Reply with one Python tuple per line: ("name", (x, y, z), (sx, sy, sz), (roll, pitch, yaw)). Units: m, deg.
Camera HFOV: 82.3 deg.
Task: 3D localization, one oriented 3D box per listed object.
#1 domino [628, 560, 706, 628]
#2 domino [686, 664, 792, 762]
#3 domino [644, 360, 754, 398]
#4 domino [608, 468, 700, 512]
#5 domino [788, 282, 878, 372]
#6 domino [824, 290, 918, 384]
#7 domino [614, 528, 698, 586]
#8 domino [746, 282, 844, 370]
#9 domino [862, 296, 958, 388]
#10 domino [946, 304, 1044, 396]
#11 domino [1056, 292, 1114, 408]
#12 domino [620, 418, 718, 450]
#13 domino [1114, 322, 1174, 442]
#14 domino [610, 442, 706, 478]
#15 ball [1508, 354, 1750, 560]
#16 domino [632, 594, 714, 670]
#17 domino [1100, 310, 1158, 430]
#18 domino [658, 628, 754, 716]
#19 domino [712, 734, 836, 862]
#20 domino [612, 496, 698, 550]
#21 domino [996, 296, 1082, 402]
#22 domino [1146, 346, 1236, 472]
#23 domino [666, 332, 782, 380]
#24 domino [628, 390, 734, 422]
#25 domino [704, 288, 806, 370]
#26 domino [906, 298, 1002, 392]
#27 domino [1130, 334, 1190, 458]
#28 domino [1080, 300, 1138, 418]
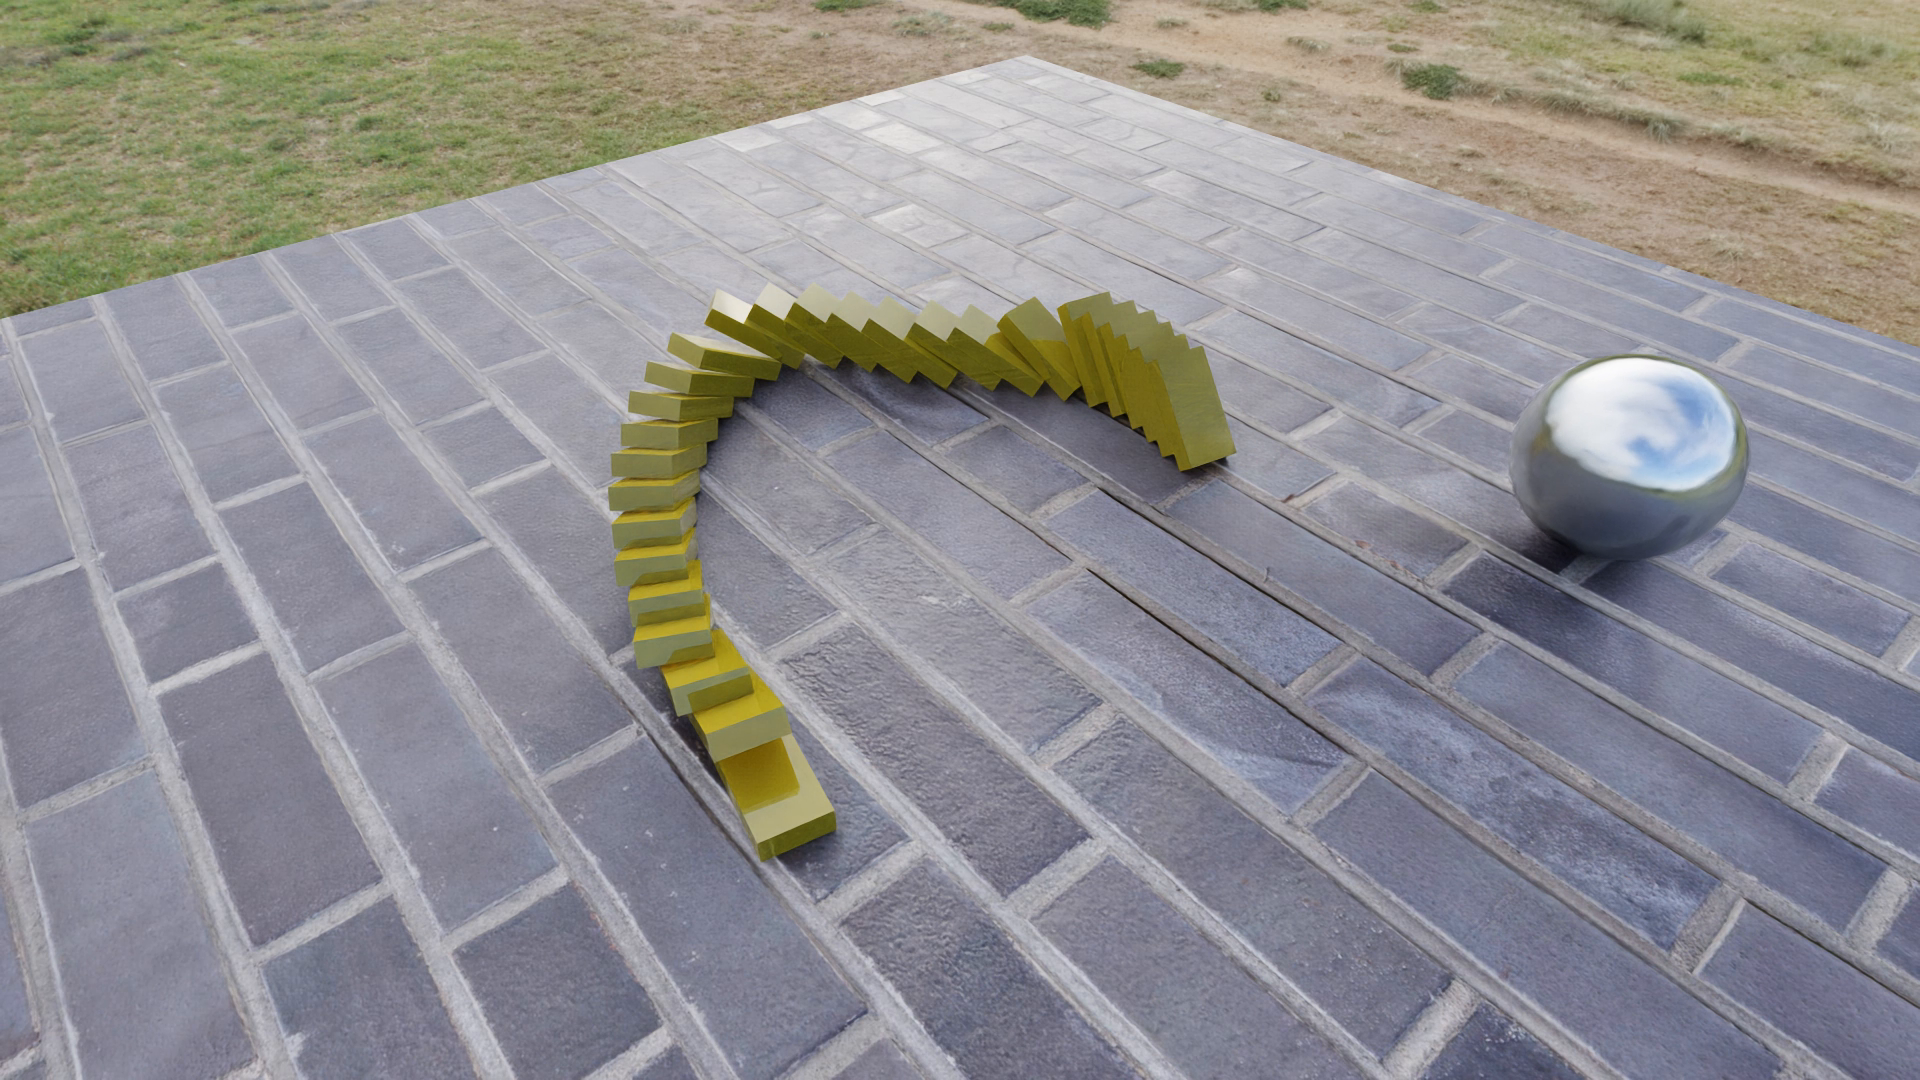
("domino", (-0.107, 0.019, 0.403), (0.025, 0.010, 0.050), (-9, 13, -12))
("domino", (-0.074, 0.055, 0.359), (0.025, 0.009, 0.050), (-19, 16, -20))
("domino", (-0.121, -0.075, 0.516), (0.025, 0.010, 0.050), (18, 12, 20))
("domino", (-0.125, -0.021, 0.451), (0.025, 0.009, 0.050), (-1, 11, -1))
("domino", (-0.060, -0.107, 0.555), (0.050, 0.010, 0.025), (34, 39, -7))
("domino", (-0.040, -0.101, 0.549), (0.050, 0.009, 0.025), (34, 42, -7))
("domino", (-0.115, 0.006, 0.419), (0.025, 0.010, 0.050), (-6, 13, -8))
("domino", (-0.080, -0.108, 0.556), (0.050, 0.009, 0.025), (30, 36, -12))
("domino", (-0.022, -0.098, 0.544), (0.050, 0.010, 0.025), (34, 42, -7))
("domino", (0.020, -0.093, 0.539), (0.050, 0.010, 0.025), (33, 42, -6))
("domino", (0.067, -0.091, 0.528), (0.025, 0.050, 0.009), (-19, 2, -22))
("domino", (-0.127, -0.048, 0.484), (0.025, 0.009, 0.050), (5, 11, 6))
("domino", (0.091, -0.073, 0.505), (0.025, 0.050, 0.010), (-19, 2, -21))
("domino", (-0.127, -0.034, 0.468), (0.025, 0.009, 0.050), (2, 11, 3))
("ball", (0.257, -0.032, 0.427), (0.080, 0.080, 0.080), (0, 39, 0))
("domino", (-0.100, 0.031, 0.388), (0.025, 0.009, 0.050), (-9, 13, -11))
("domino", (0.085, -0.080, 0.513), (0.025, 0.050, 0.010), (-19, 2, -22))
("domino", (-0.088, 0.044, 0.373), (0.025, 0.010, 0.050), (-16, 15, -18))
("domino", (-0.061, 0.076, 0.351), (0.025, 0.010, 0.050), (-19, 43, -22))
("domino", (-0.120, -0.007, 0.435), (0.025, 0.010, 0.050), (-5, 12, -6))
("domino", (0.044, -0.094, 0.537), (0.050, 0.010, 0.025), (49, 51, 5))
("domino", (0.103, -0.058, 0.487), (0.025, 0.050, 0.009), (-19, 2, -21))
("domino", (-0.113, -0.089, 0.532), (0.025, 0.010, 0.050), (30, 17, 31))
("domino", (-0.126, -0.062, 0.501), (0.025, 0.009, 0.050), (11, 11, 13))
("domino", (-0.102, -0.106, 0.552), (0.050, 0.010, 0.025), (25, 29, -21))
("domino", (0.001, -0.096, 0.543), (0.050, 0.010, 0.025), (32, 42, -5))
("domino", (0.096, -0.065, 0.496), (0.025, 0.050, 0.010), (-19, 2, -21))
("domino", (0.077, -0.086, 0.521), (0.025, 0.050, 0.010), (-19, 2, -22))
